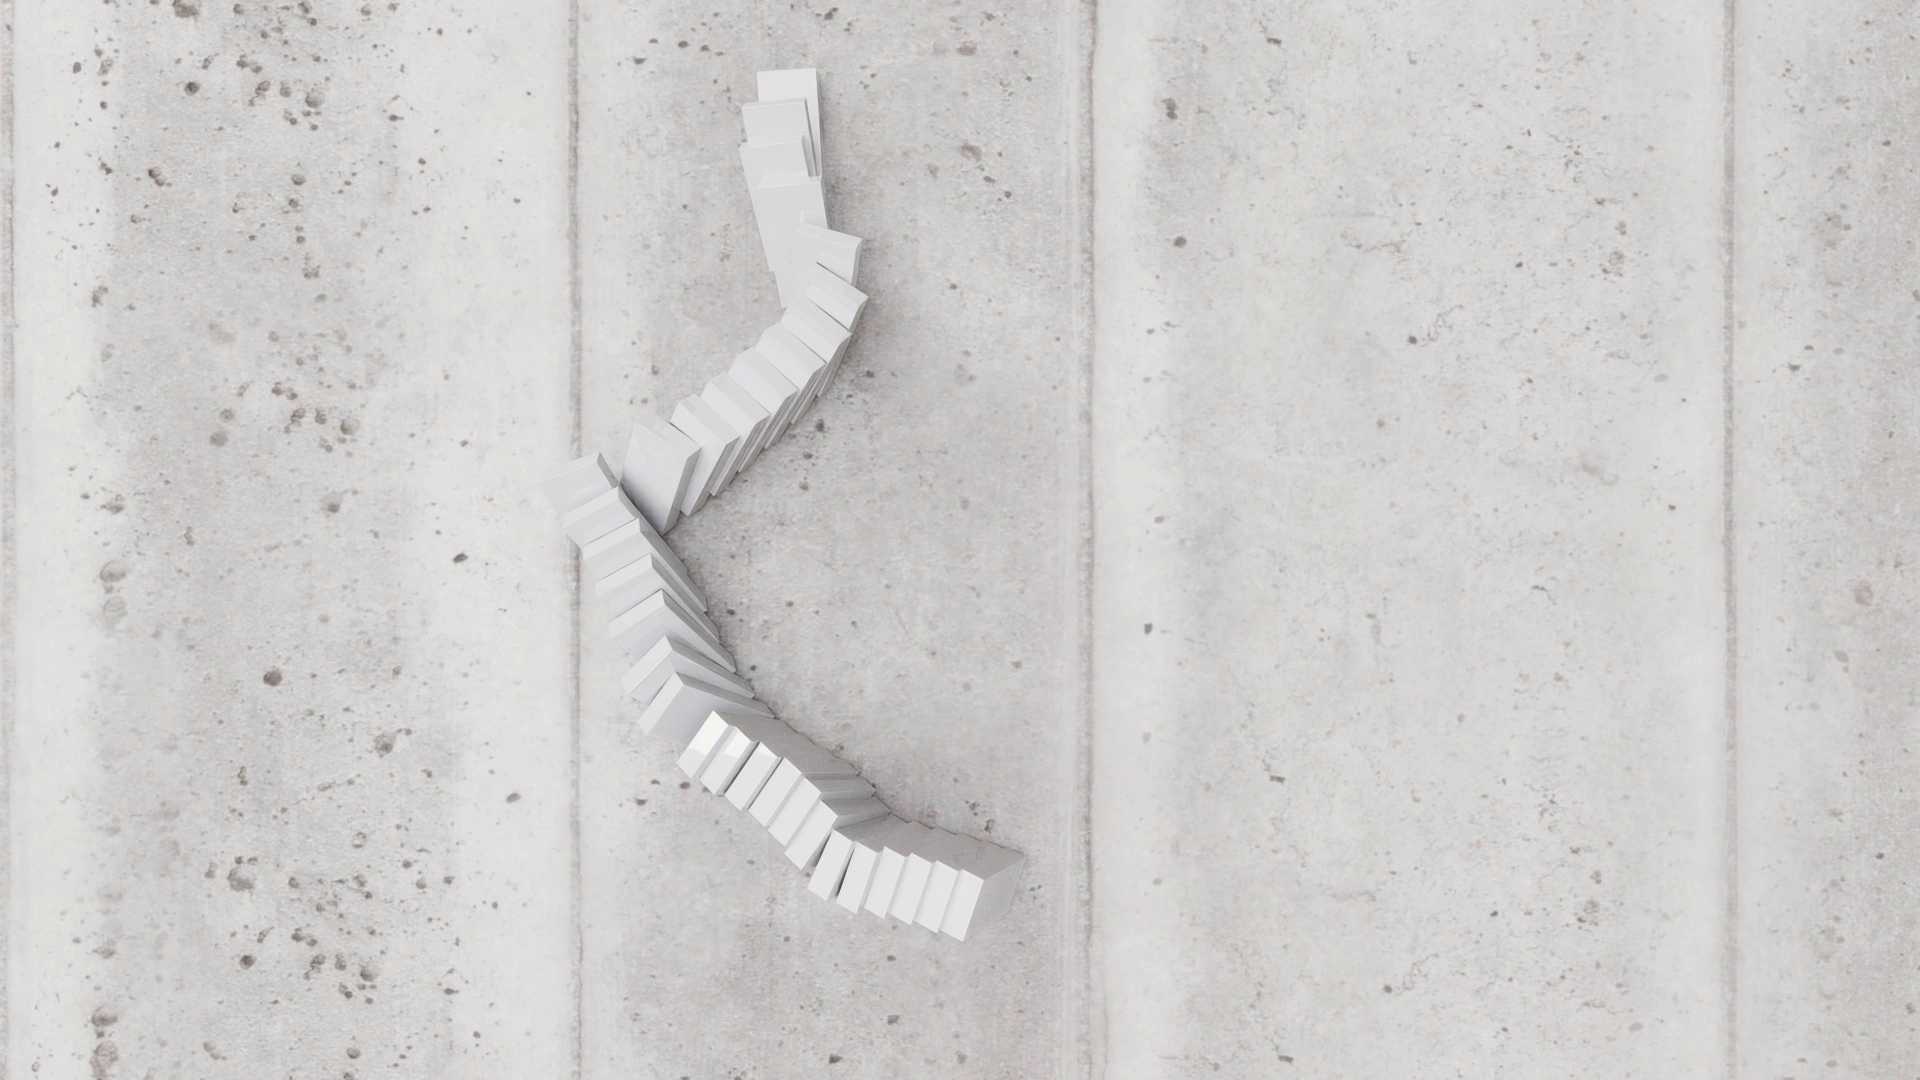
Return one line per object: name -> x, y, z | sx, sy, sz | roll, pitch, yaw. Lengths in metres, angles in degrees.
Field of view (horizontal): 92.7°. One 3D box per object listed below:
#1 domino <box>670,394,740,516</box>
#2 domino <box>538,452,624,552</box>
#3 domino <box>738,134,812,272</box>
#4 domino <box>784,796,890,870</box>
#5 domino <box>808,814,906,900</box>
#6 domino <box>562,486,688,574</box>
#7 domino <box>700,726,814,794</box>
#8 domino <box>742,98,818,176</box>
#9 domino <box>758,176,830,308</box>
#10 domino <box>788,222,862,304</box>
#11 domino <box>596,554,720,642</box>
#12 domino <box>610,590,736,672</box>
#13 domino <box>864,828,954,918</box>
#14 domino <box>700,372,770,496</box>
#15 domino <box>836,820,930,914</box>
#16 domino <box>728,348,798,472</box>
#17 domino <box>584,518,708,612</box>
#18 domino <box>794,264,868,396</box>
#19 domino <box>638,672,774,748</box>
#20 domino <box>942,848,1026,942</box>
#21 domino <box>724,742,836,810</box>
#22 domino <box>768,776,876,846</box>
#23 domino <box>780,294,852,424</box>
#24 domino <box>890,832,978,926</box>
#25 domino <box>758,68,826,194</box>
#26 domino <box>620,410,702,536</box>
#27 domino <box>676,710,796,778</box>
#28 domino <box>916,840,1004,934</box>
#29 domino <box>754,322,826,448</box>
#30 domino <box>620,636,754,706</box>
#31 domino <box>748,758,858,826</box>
domino -> -0.111, -0.034, 0.380 | 0.025, 0.009, 0.050 | 42, 132, 0
domino -> -0.150, -0.010, 0.382 | 0.025, 0.010, 0.050 | -20, 125, 0
domino -> -0.072, -0.139, 0.381 | 0.025, 0.010, 0.050 | -7, 127, 2
domino -> -0.049, 0.119, 0.375 | 0.009, 0.050, 0.025 | 34, 90, 24
domino -> -0.041, 0.129, 0.375 | 0.010, 0.050, 0.025 | 24, 91, 24
domino -> -0.138, 0.004, 0.380 | 0.025, 0.010, 0.050 | -28, 130, 0
domino -> -0.082, 0.091, 0.376 | 0.009, 0.050, 0.025 | 35, 90, 26
domino -> -0.072, -0.155, 0.381 | 0.025, 0.010, 0.050 | -5, 127, 1
domino -> -0.066, -0.123, 0.381 | 0.025, 0.009, 0.050 | -5, 127, 0
domino -> -0.057, -0.103, 0.379 | 0.025, 0.010, 0.050 | 16, 133, 0
domino -> -0.124, 0.030, 0.380 | 0.025, 0.010, 0.050 | -29, 131, 0
domino -> -0.118, 0.045, 0.380 | 0.025, 0.010, 0.050 | -33, 133, 0
domino -> -0.019, 0.135, 0.375 | 0.009, 0.050, 0.025 | 19, 90, 24
domino -> -0.100, -0.043, 0.380 | 0.025, 0.010, 0.050 | 43, 132, 0
domino -> -0.030, 0.133, 0.375 | 0.009, 0.050, 0.025 | 20, 92, 24
domino -> -0.089, -0.053, 0.379 | 0.025, 0.010, 0.050 | 43, 133, -2
domino -> -0.130, 0.016, 0.380 | 0.025, 0.010, 0.050 | -28, 130, 0
domino -> -0.059, -0.086, 0.379 | 0.025, 0.010, 0.050 | 32, 133, -2
domino -> -0.104, 0.074, 0.378 | 0.025, 0.050, 0.009 | -54, 47, 1
domino -> 0.011, 0.144, 0.375 | 0.009, 0.050, 0.025 | 19, 90, 24
domino -> -0.072, 0.097, 0.375 | 0.009, 0.050, 0.025 | 34, 90, 25
domino -> -0.055, 0.110, 0.375 | 0.010, 0.050, 0.025 | 34, 90, 24
domino -> -0.067, -0.074, 0.379 | 0.025, 0.010, 0.050 | 39, 133, -3
domino -> -0.009, 0.138, 0.375 | 0.010, 0.050, 0.025 | 19, 90, 24
domino -> -0.072, -0.175, 0.395 | 0.025, 0.009, 0.050 | -4, 90, 0
domino -> -0.126, -0.027, 0.380 | 0.025, 0.009, 0.050 | 35, 132, 1
domino -> -0.090, 0.085, 0.376 | 0.010, 0.050, 0.025 | 35, 90, 26
domino -> 0.001, 0.141, 0.375 | 0.010, 0.050, 0.025 | 19, 90, 24
domino -> -0.078, -0.063, 0.379 | 0.025, 0.009, 0.050 | 41, 133, -3
domino -> -0.111, 0.061, 0.378 | 0.025, 0.050, 0.010 | -45, 47, 0
domino -> -0.063, 0.103, 0.375 | 0.010, 0.050, 0.025 | 34, 90, 24
